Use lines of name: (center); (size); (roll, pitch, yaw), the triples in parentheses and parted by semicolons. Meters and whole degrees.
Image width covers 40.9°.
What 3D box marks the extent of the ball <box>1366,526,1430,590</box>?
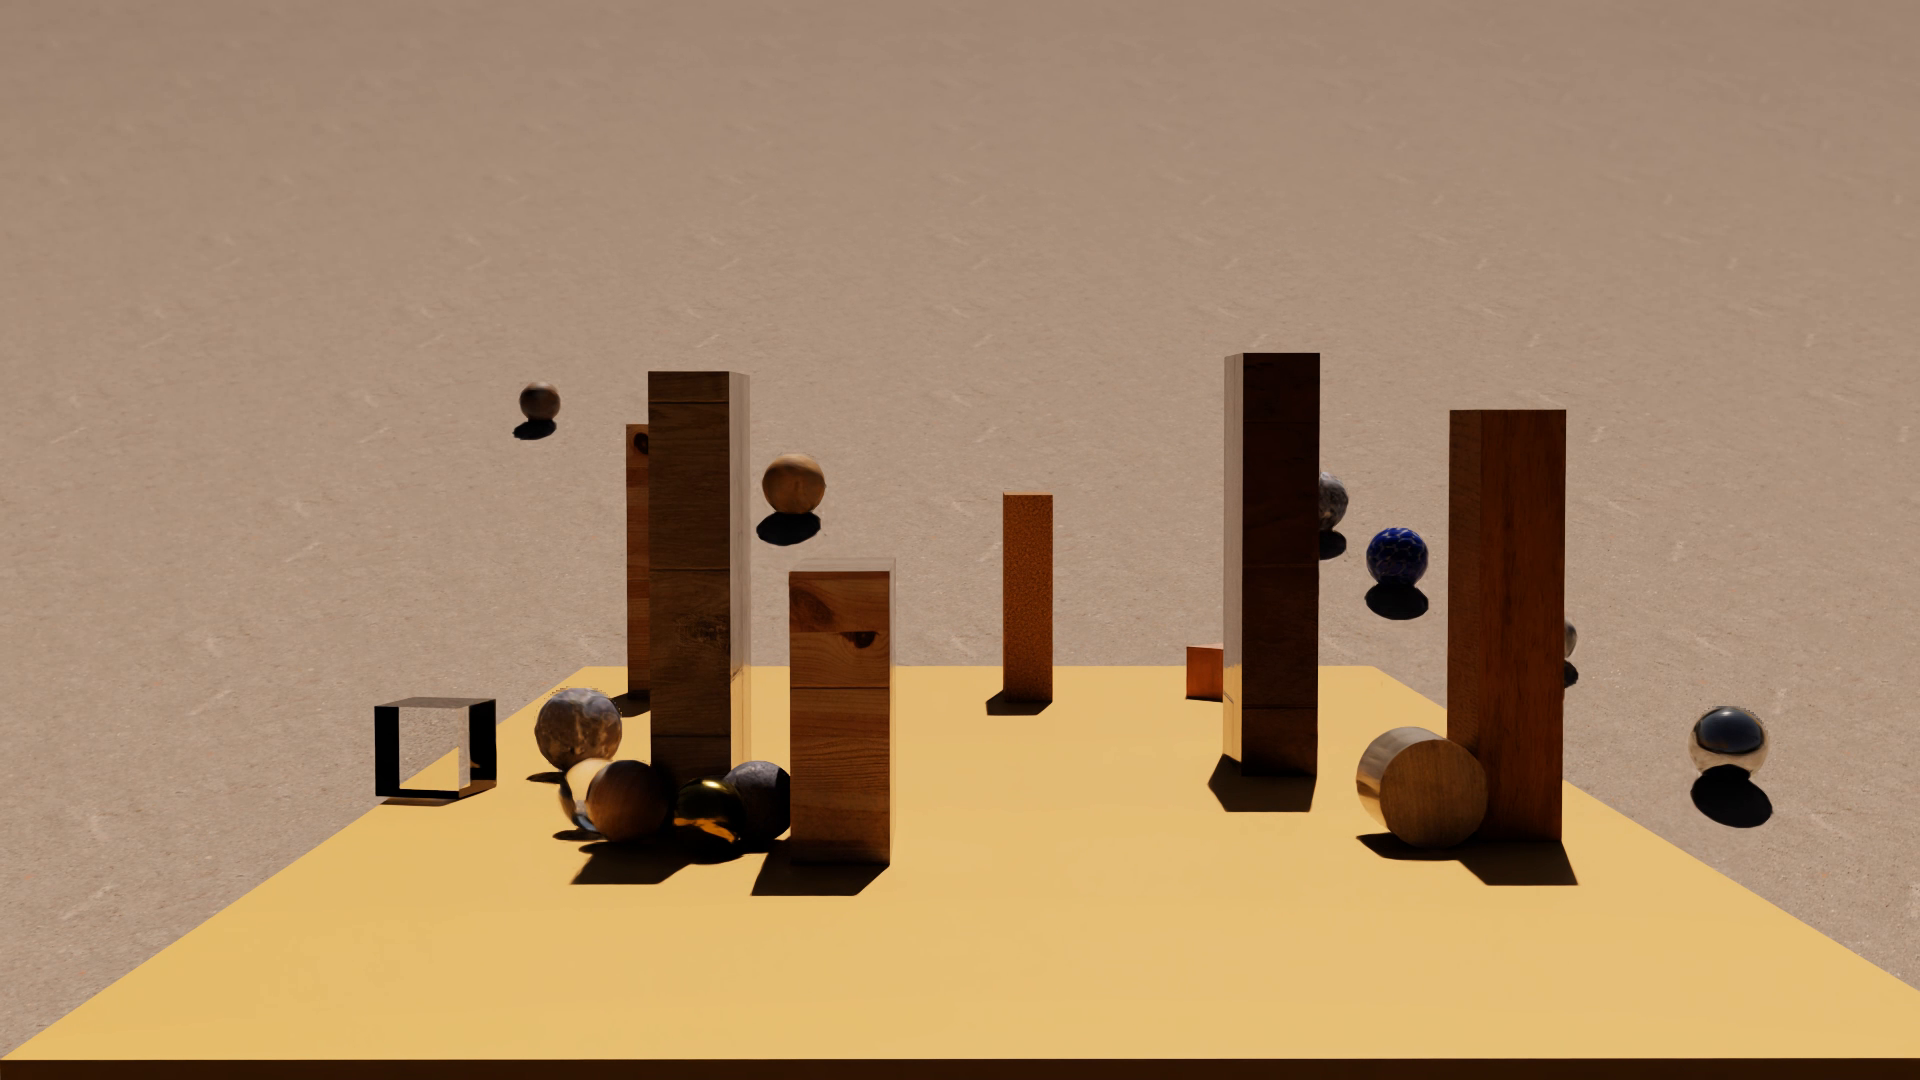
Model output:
ball: (1.225, 0.051, 7.206); (0.175, 0.175, 0.175); (0, 22, 0)

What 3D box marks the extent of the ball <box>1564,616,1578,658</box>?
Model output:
ball: (1.555, 0.255, 6.763); (0.134, 0.134, 0.134); (0, 22, 0)

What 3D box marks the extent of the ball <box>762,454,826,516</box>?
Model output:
ball: (-0.498, -0.165, 7.718); (0.189, 0.189, 0.189); (0, 22, 0)

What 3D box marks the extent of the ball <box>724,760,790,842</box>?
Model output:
ball: (-0.301, 0.389, 3.822); (0.122, 0.122, 0.122); (0, 22, 0)

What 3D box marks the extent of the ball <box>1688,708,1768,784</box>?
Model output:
ball: (1.829, 0.489, 6.123); (0.183, 0.183, 0.183); (0, 22, 0)

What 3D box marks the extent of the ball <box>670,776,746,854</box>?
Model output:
ball: (-0.365, 0.399, 3.725); (0.111, 0.111, 0.111); (0, 22, 0)

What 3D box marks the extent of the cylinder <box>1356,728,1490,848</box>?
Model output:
cylinder: (0.687, 0.368, 3.831); (0.162, 0.162, 0.162); (-2, 1, -5)

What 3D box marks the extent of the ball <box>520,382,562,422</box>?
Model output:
ball: (-1.387, -0.456, 8.496); (0.138, 0.138, 0.138); (0, 22, 0)

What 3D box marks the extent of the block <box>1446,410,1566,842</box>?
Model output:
block: (0.831, 0.122, 3.929); (0.126, 0.642, 0.243); (0, 3, 0)

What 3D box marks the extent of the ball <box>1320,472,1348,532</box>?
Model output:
ball: (1.056, -0.115, 7.605); (0.180, 0.180, 0.180); (0, 22, 0)

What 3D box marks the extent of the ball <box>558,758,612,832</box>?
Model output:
ball: (-0.555, 0.389, 3.926); (0.113, 0.113, 0.113); (0, 22, 0)

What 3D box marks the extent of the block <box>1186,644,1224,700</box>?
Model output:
block: (0.593, 0.297, 5.825); (0.113, 0.113, 0.113); (3, 4, 44)

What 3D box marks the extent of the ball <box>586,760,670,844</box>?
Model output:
ball: (-0.493, 0.387, 3.810); (0.123, 0.123, 0.123); (0, 22, 0)

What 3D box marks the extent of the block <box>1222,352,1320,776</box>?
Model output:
block: (0.562, 0.037, 4.665); (0.135, 0.743, 0.312); (0, 3, 0)

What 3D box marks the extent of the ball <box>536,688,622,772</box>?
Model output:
ball: (-0.676, 0.338, 4.562); (0.154, 0.154, 0.154); (0, 22, 0)

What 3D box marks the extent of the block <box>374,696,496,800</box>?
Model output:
block: (-0.884, 0.350, 4.344); (0.151, 0.151, 0.151); (1, 3, 14)

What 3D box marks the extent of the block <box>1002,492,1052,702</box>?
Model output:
block: (0.152, 0.124, 5.823); (0.106, 0.460, 0.269); (0, 3, 0)

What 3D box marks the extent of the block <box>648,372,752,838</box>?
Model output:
block: (-0.405, 0.089, 4.042); (0.121, 0.700, 0.381); (0, 3, 0)

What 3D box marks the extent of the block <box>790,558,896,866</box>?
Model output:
block: (-0.169, 0.243, 3.797); (0.141, 0.416, 0.363); (0, 3, 0)

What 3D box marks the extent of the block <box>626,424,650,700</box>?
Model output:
block: (-0.688, 0.043, 5.882); (0.113, 0.616, 0.278); (0, 3, 0)

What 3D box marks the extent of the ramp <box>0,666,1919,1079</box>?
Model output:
ramp: (0.051, 0.466, 4.534); (2.000, 0.100, 4.000); (0, 3, 0)
